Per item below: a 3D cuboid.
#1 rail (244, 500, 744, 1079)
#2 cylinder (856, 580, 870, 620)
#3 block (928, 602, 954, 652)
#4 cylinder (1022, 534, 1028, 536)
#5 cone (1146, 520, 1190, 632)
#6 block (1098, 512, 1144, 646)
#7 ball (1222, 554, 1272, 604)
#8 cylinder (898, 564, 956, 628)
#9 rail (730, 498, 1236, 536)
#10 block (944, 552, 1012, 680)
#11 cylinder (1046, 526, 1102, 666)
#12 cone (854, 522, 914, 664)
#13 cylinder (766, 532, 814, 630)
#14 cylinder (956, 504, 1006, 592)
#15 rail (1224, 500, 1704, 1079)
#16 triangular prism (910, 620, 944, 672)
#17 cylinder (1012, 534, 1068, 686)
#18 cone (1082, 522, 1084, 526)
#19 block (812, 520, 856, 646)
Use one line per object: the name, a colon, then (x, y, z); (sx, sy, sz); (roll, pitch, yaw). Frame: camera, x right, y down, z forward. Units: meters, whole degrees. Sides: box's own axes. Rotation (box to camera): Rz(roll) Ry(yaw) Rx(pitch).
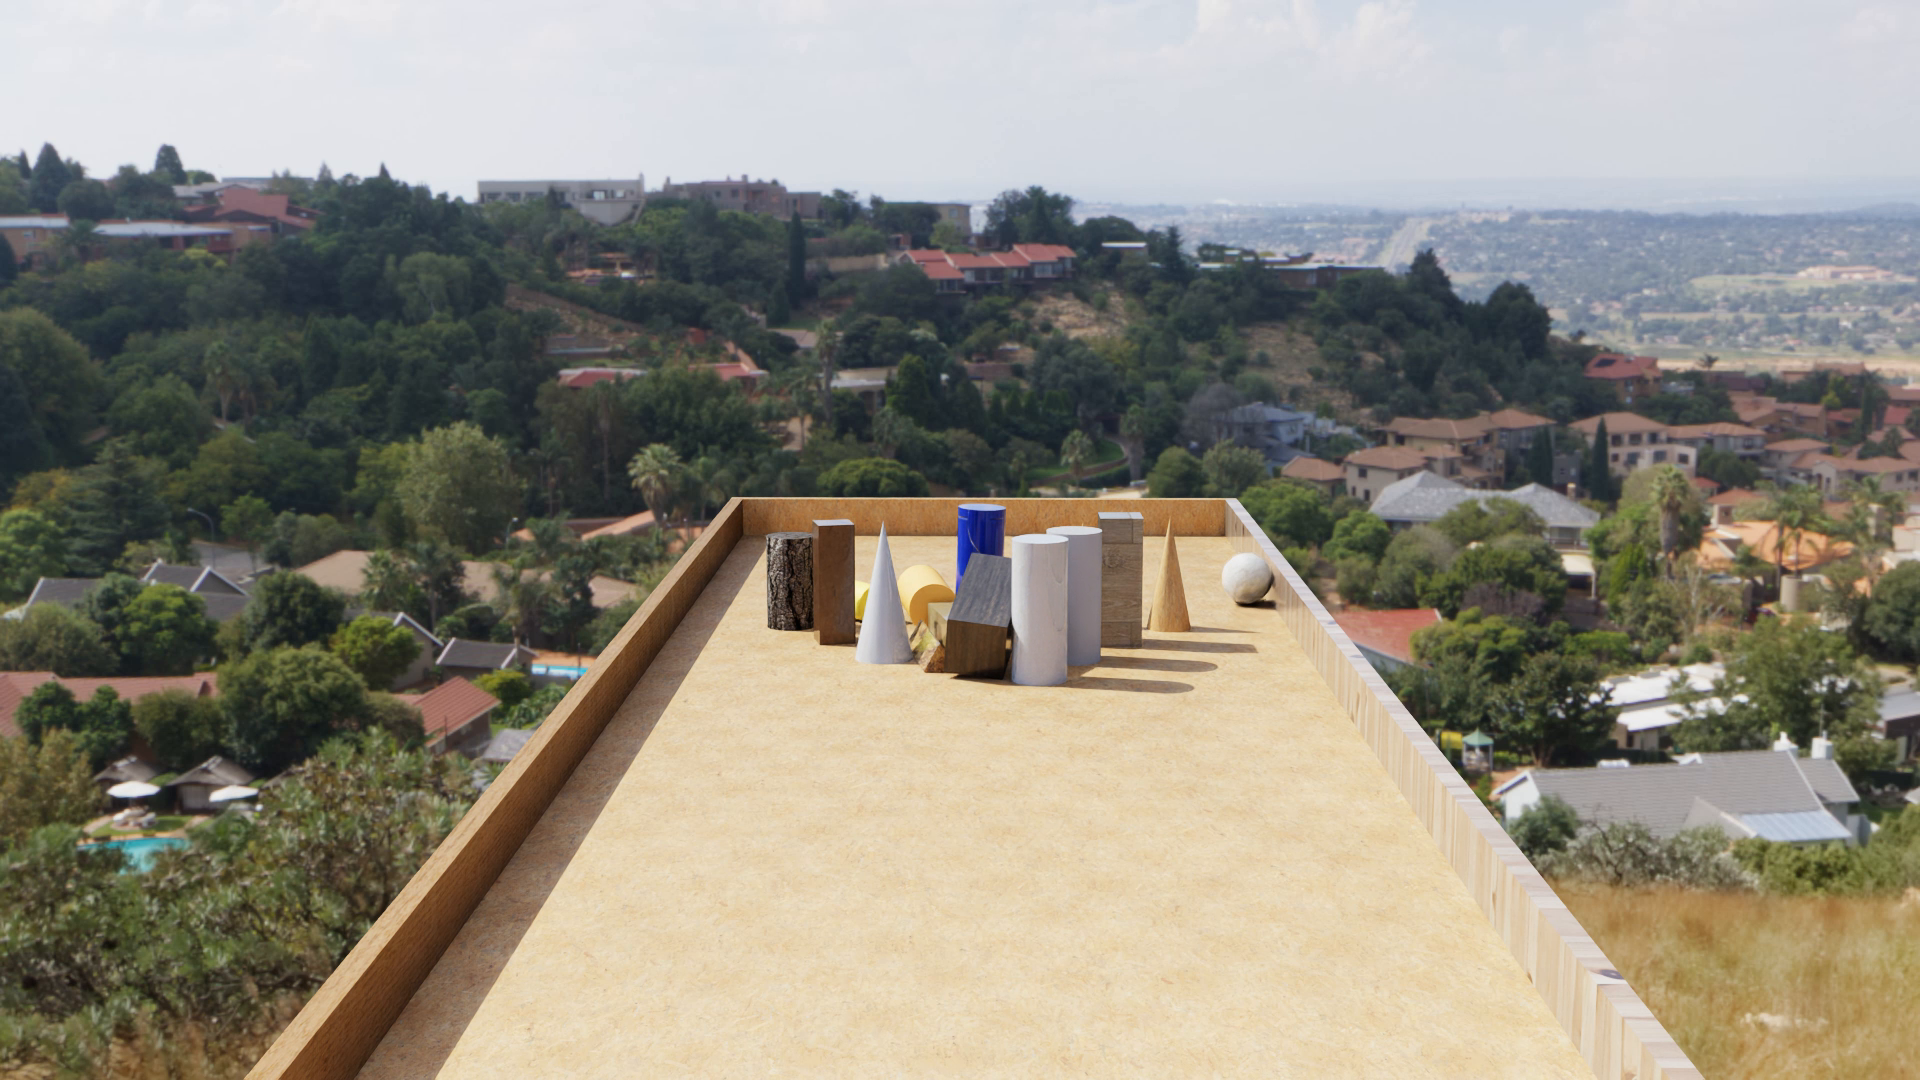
rail: (-1.004, 0.839, 3.234); (0.050, 0.150, 12.000); (0, 9, 1)
cylinder: (-0.411, 0.186, 7.438); (0.125, 0.125, 0.437); (-7, 11, -36)
block: (-0.013, 0.281, 6.902); (0.104, 0.104, 0.377); (-2, 9, -12)
cylinder: (0.243, 0.155, 6.963); (0.118, 0.335, 0.118); (0, 9, 0)
cone: (0.682, 0.105, 7.162); (0.145, 0.370, 0.145); (0, 9, 0)
block: (0.503, 0.124, 6.929); (0.133, 0.407, 0.133); (0, 9, 0)
ball: (0.991, 0.134, 7.605); (0.174, 0.174, 0.174); (0, 9, 0)
cylinder: (-0.109, 0.193, 7.273); (0.163, 0.163, 0.370); (-1, 9, -8)
rail: (0.099, -0.098, 9.147); (2.100, 0.150, 0.050); (0, 9, 1)
block: (0.081, 0.224, 6.591); (0.176, 0.176, 0.442); (8, 27, 7)
cylinder: (0.345, 0.168, 6.673); (0.168, 0.399, 0.168); (0, 9, 0)
cone: (-0.232, 0.151, 6.692); (0.180, 0.427, 0.180); (0, 9, 0)
cylinder: (-0.554, 0.134, 7.200); (0.157, 0.302, 0.157); (0, 9, 0)
cylinder: (0.065, 0.087, 7.188); (0.155, 0.393, 0.155); (2, 9, 0)
rail: (1.046, 0.843, 3.208); (0.050, 0.150, 12.000); (0, 9, 1)
triangular prism: (-0.090, 0.320, 6.711); (0.096, 0.083, 0.388); (-2, 9, -9)
cylinder: (0.232, 0.203, 6.396); (0.164, 0.417, 0.164); (0, 9, 0)
cone: (0.402, 0.109, 7.208); (0.151, 0.348, 0.151); (0, 9, 0)
block: (-0.398, 0.133, 6.957); (0.115, 0.381, 0.115); (-2, 9, -13)
